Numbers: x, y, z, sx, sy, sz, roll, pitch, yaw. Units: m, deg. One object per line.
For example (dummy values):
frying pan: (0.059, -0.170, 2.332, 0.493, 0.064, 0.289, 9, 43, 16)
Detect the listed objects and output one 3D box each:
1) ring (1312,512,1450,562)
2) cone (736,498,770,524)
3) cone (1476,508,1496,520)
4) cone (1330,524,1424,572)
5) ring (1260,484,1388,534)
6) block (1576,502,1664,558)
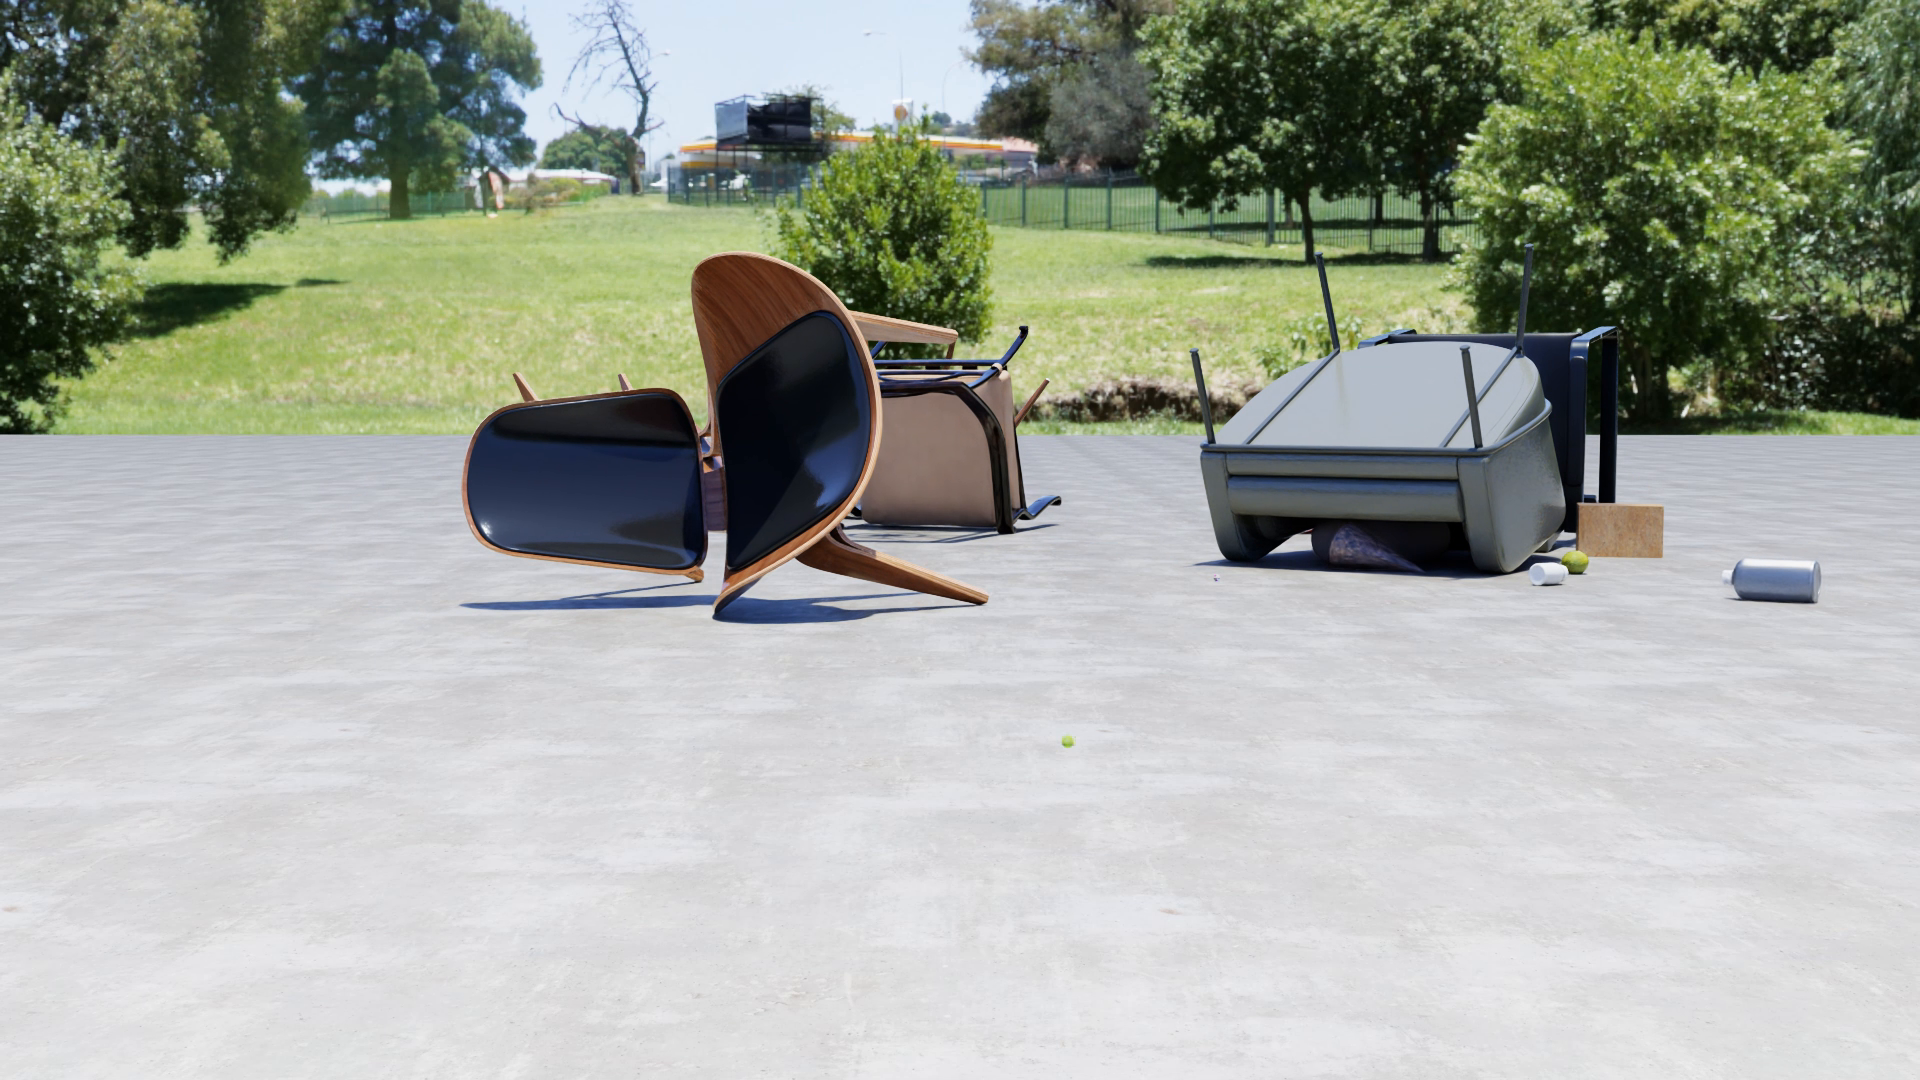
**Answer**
ring: (1.103, -0.006, 5.761, 0.419, 0.122, 0.314, -4, 5, -40)
cone: (-0.674, -0.079, 7.373, 0.149, 0.108, 0.070, 18, -24, 43)
cone: (1.792, -0.076, 7.490, 0.068, 0.050, 0.047, 3, 33, 14)
cone: (1.052, 0.047, 5.437, 0.224, 0.119, 0.176, 20, 13, 32)
ring: (1.153, -0.099, 6.970, 0.413, 0.142, 0.399, -1, 5, -31)
block: (1.777, -0.027, 5.929, 0.216, 0.138, 0.141, 1, 4, 13)
